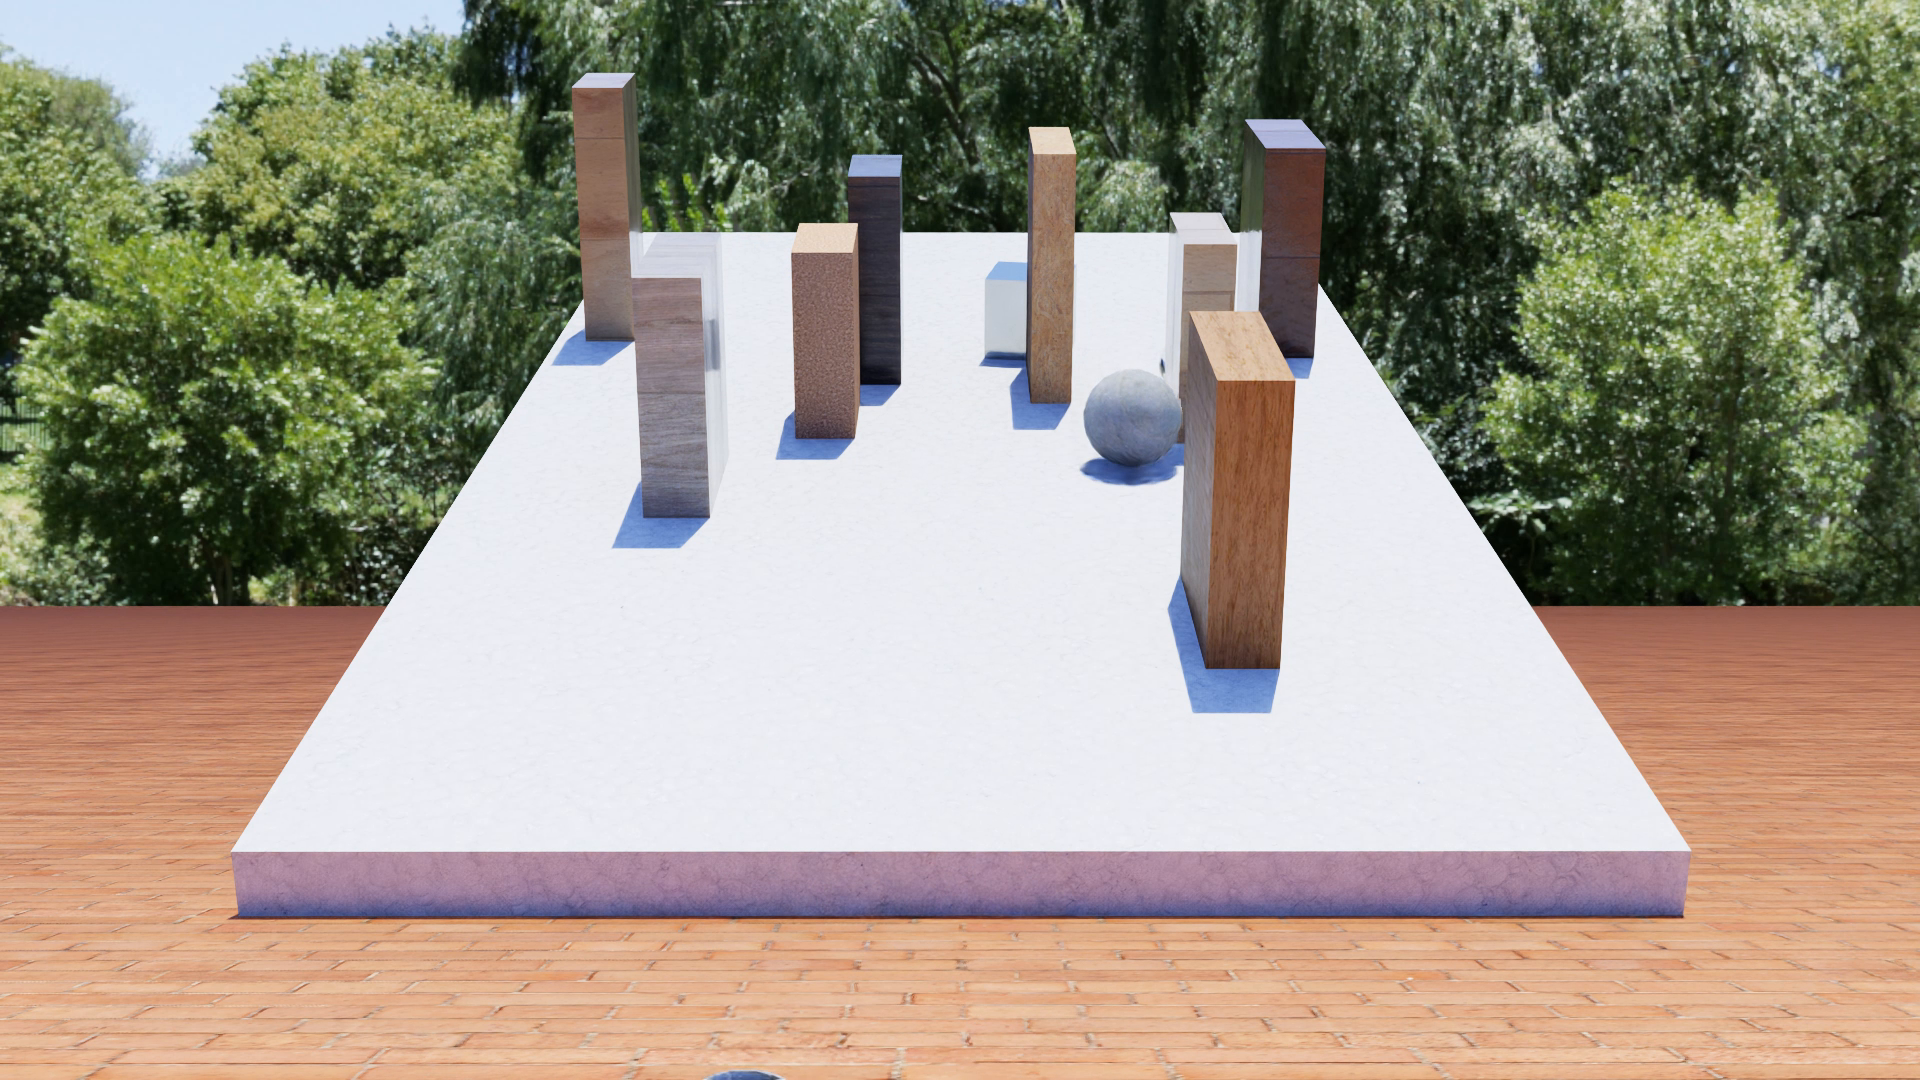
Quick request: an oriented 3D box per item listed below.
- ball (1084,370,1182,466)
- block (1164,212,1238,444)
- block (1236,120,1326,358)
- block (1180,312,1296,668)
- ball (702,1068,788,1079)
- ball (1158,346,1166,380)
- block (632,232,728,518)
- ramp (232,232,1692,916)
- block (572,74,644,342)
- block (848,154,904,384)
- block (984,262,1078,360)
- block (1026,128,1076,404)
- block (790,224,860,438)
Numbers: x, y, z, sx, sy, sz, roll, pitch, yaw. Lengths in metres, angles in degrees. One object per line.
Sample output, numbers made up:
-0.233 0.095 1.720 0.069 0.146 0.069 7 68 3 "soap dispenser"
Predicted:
0.356 -0.252 4.685 0.202 0.202 0.202 0 -2 0 "ball"
0.521 -0.465 4.934 0.112 0.434 0.320 0 20 0 "block"
0.791 -0.753 5.618 0.142 0.512 0.408 0 20 0 "block"
0.462 -0.094 3.825 0.122 0.489 0.442 0 20 0 "block"
-0.142 0.412 1.483 0.129 0.129 0.129 0 -2 0 "ball"
0.526 -0.403 5.200 0.137 0.137 0.137 0 -2 0 "ball"
-0.551 -0.333 4.501 0.130 0.477 0.395 0 20 0 "block"
-0.005 -0.205 4.999 2.000 0.100 4.000 0 20 0 "ramp"
-0.873 -0.832 5.659 0.122 0.628 0.241 0 20 0 "block"
-0.196 -0.638 5.331 0.118 0.489 0.272 0 20 0 "block"
0.174 -0.560 5.546 0.197 0.197 0.197 4 20 10 "block"
0.207 -0.636 5.211 0.093 0.568 0.349 0 20 0 "block"
-0.291 -0.460 4.954 0.129 0.409 0.293 0 20 0 "block"
